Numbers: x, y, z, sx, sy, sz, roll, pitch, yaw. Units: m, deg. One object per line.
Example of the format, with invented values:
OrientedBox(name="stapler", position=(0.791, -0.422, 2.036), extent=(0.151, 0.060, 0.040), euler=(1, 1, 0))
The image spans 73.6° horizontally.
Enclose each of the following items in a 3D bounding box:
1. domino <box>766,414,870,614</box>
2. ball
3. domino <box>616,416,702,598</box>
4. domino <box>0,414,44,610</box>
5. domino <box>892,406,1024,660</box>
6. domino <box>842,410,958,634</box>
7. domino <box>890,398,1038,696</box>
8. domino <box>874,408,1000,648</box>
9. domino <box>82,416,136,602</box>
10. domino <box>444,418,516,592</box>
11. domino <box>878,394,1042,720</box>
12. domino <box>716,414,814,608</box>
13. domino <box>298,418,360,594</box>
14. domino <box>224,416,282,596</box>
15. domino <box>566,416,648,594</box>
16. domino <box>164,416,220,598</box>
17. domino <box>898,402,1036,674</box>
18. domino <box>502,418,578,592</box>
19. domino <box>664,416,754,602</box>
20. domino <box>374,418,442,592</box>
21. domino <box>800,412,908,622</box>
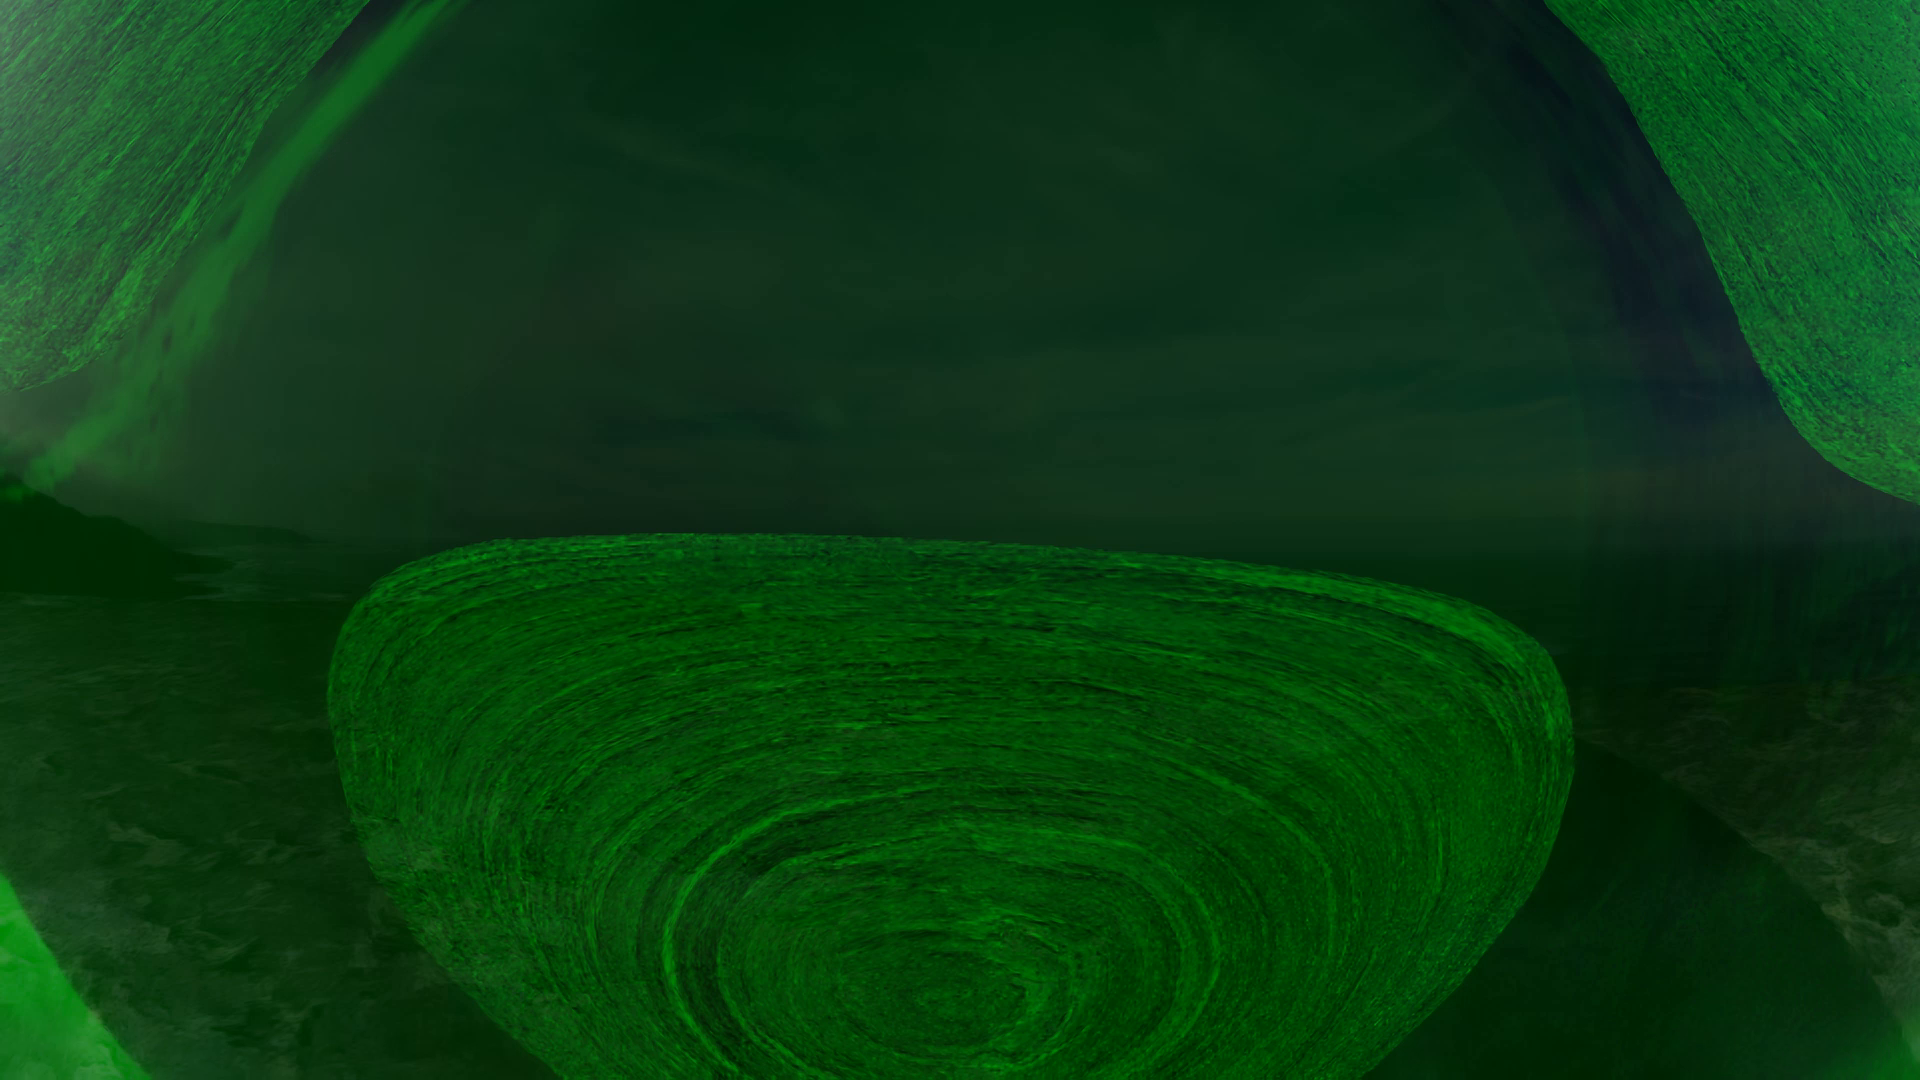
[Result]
OrientedBox(name="domino", position=(-0.036, -0.007, 0.330), extent=(0.025, 0.050, 0.010), euler=(-4, 6, -42))
OrientedBox(name="ball", position=(0.000, -0.002, 0.056), extent=(0.080, 0.080, 0.080), euler=(0, 4, 0))
OrientedBox(name="domino", position=(-0.086, -0.010, 0.366), extent=(0.010, 0.050, 0.025), euler=(2, 5, 25))
OrientedBox(name="domino", position=(-0.253, -0.008, 0.340), extent=(0.009, 0.050, 0.025), euler=(-4, 6, -44))
OrientedBox(name="domino", position=(-0.001, -0.002, 0.259), extent=(0.025, 0.050, 0.009), euler=(-1, 4, -11))
OrientedBox(name="domino", position=(-0.014, -0.005, 0.297), extent=(0.025, 0.050, 0.010), euler=(-2, 5, -26))
OrientedBox(name="domino", position=(0.001, 0.001, 0.221), extent=(0.025, 0.050, 0.010), euler=(0, 4, 2))
OrientedBox(name="domino", position=(-0.005, -0.003, 0.275), extent=(0.025, 0.050, 0.010), euler=(-1, 5, -18))
OrientedBox(name="domino", position=(-0.236, -0.009, 0.355), extent=(0.010, 0.050, 0.025), euler=(-3, 5, -36))
OrientedBox(name="domino", position=(-0.142, -0.011, 0.381), extent=(0.010, 0.050, 0.025), euler=(0, 4, 3))
OrientedBox(name="domino", position=(0.000, 0.002, 0.201), extent=(0.025, 0.050, 0.009), euler=(0, 4, 0))
OrientedBox(name="domino", position=(-0.052, -0.008, 0.345), extent=(0.010, 0.050, 0.025), euler=(4, 6, 40))
OrientedBox(name="domino", position=(-0.185, -0.011, 0.377), extent=(0.009, 0.050, 0.025), euler=(-1, 4, -13))
OrientedBox(name="domino", position=(-0.204, -0.010, 0.371), extent=(0.010, 0.050, 0.025), euler=(-2, 5, -21))
OrientedBox(name="domino", position=(-0.102, -0.010, 0.373), extent=(0.010, 0.050, 0.025), euler=(1, 5, 19))
OrientedBox(name="domino", position=(-0.218, -0.010, 0.365), extent=(0.009, 0.050, 0.025), euler=(-2, 5, -26))
OrientedBox(name="domino", position=(0.001, 0.000, 0.240), extent=(0.025, 0.050, 0.010), euler=(0, 4, -1))
OrientedBox(name="domino", position=(-0.123, -0.011, 0.378), extent=(0.010, 0.050, 0.025), euler=(1, 4, 10))
OrientedBox(name="domino", position=(-0.069, -0.009, 0.358), extent=(0.010, 0.050, 0.025), euler=(3, 5, 32))
OrientedBox(name="domino", position=(-0.163, -0.011, 0.380), extent=(0.010, 0.050, 0.025), euler=(0, 4, -4))
OrientedBox(name="domino", position=(-0.026, -0.006, 0.317), extent=(0.025, 0.050, 0.010), euler=(-3, 5, -36))
